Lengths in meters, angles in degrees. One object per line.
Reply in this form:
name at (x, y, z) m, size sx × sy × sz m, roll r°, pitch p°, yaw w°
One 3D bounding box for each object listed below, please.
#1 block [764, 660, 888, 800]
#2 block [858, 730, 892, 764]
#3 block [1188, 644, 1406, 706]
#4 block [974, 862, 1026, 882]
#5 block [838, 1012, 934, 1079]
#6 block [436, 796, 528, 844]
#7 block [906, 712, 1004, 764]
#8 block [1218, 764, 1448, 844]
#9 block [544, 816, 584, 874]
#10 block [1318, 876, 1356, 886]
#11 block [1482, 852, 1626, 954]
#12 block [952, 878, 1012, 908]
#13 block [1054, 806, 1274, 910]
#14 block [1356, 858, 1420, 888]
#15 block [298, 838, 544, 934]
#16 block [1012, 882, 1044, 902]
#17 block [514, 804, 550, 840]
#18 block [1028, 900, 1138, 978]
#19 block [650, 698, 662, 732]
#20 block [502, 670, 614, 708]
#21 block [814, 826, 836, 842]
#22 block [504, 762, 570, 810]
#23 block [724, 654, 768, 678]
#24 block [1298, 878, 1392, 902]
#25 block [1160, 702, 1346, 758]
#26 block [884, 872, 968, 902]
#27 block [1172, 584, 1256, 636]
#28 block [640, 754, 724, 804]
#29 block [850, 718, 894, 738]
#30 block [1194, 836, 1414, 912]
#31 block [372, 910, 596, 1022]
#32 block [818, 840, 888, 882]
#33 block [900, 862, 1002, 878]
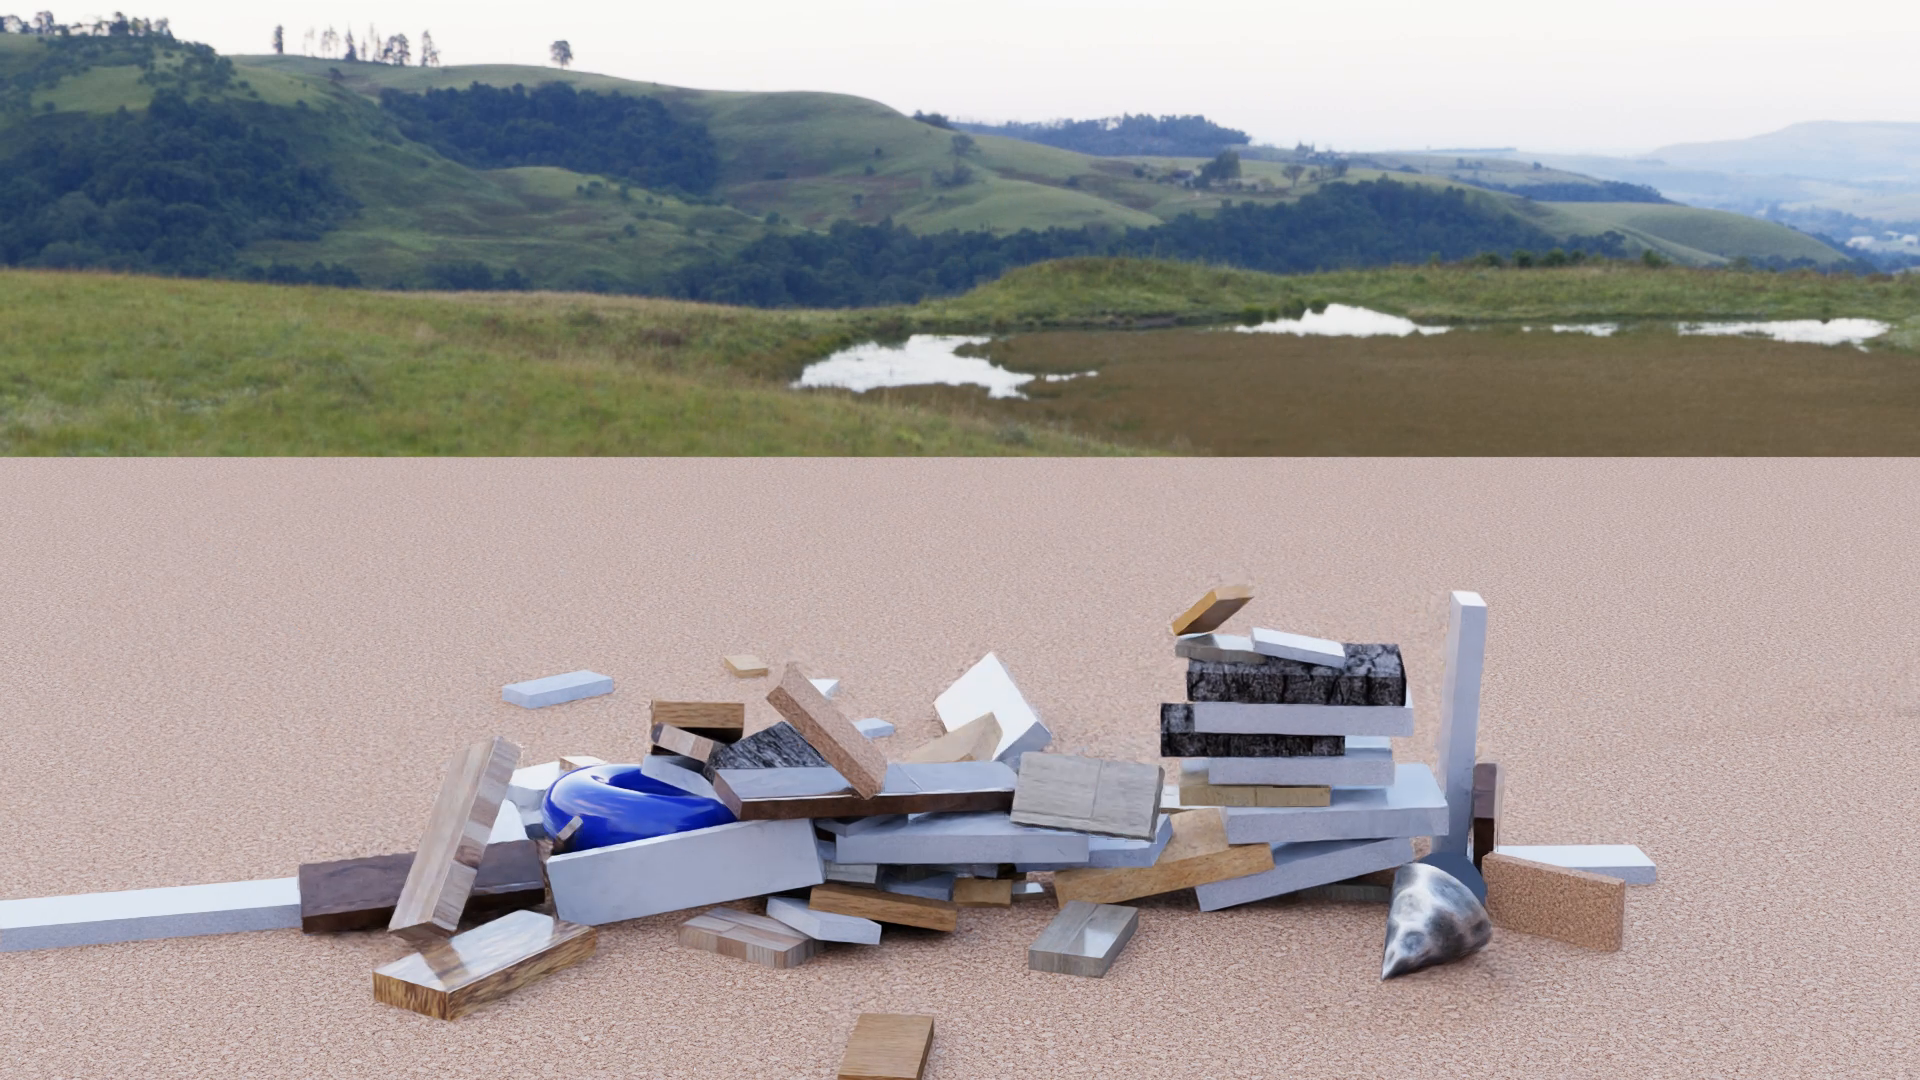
block at (-0.210, 0.300, 3.481) m, size 0.033 × 0.232 × 0.116 m, roll -42°, pitch 11°, yaw 12°
block at (-0.221, 0.410, 3.854) m, size 0.112 × 0.032 × 0.223 m, roll 43°, pitch 35°, yaw 22°
block at (0.543, 0.215, 3.569) m, size 0.343 × 0.049 × 0.171 m, roll 1°, pitch 15°, yaw 7°
block at (0.067, 0.557, 3.715) m, size 0.095 × 0.047 × 0.013 m, roll -5°, pitch 12°, yaw -27°
block at (-0.099, 0.700, 2.995) m, size 0.104 × 0.029 × 0.207 m, roll 1°, pitch 11°, yaw 6°
block at (-0.824, 0.507, 3.796) m, size 0.135 × 0.038 × 0.269 m, roll 9°, pitch 10°, yaw -21°
block at (-0.024, 0.399, 3.940) m, size 0.167 × 0.047 × 0.335 m, roll -27°, pitch 4°, yaw 10°
block at (0.604, 0.430, 3.601) m, size 0.353 × 0.050 × 0.176 m, roll -2°, pitch 17°, yaw 1°
block at (-0.650, 0.502, 3.608) m, size 0.015 × 0.106 × 0.053 m, roll 35°, pitch 44°, yaw 9°
block at (0.563, 0.548, 3.662) m, size 0.182 × 0.026 × 0.091 m, roll -14°, pitch 18°, yaw 8°
block at (0.932, 0.571, 3.468) m, size 0.222 × 0.111 × 0.031 m, roll 8°, pitch 13°, yaw 36°
block at (0.037, 0.580, 3.617) m, size 0.094 × 0.013 × 0.047 m, roll 1°, pitch 45°, yaw 6°
block at (0.332, 0.519, 3.636) m, size 0.353 × 0.050 × 0.176 m, roll -13°, pitch 17°, yaw 5°
block at (0.696, 0.545, 3.697) m, size 0.182 × 0.026 × 0.091 m, roll 9°, pitch 14°, yaw 41°
block at (-0.869, 0.556, 3.550) m, size 0.376 × 0.035 × 0.122 m, roll -5°, pitch 35°, yaw -17°
block at (0.088, 0.586, 3.654) m, size 0.095 × 0.013 × 0.047 m, roll -2°, pitch 11°, yaw -9°
block at (-0.828, 0.507, 4.030) m, size 0.111 × 0.031 × 0.221 m, roll -7°, pitch 13°, yaw -34°
block at (0.195, 0.619, 3.422) m, size 0.115 × 0.033 × 0.230 m, roll 3°, pitch 11°, yaw 18°
block at (-0.590, 0.389, 4.299) m, size 0.021 × 0.148 × 0.074 m, roll -2°, pitch -17°, yaw -12°
block at (-0.905, 0.336, 4.953) m, size 0.221 × 0.031 × 0.111 m, roll -10°, pitch 14°, yaw -43°
block at (-0.179, 0.508, 4.021) m, size 0.227 × 0.032 × 0.113 m, roll -9°, pitch 14°, yaw -39°
block at (-0.781, 0.461, 4.145) m, size 0.122 × 0.035 × 0.245 m, roll 10°, pitch 5°, yaw 23°
block at (-0.504, 0.298, 5.187) m, size 0.071 × 0.020 × 0.142 m, roll -4°, pitch 11°, yaw -20°
block at (0.658, 0.575, 3.679) m, size 0.182 × 0.026 × 0.091 m, roll 2°, pitch 11°, yaw 8°
block at (0.475, 0.309, 3.594) m, size 0.293 × 0.041 × 0.146 m, roll -1°, pitch 15°, yaw 5°
block at (-0.052, 0.564, 3.720) m, size 0.113 × 0.032 × 0.227 m, roll 2°, pitch 11°, yaw 11°
block at (0.410, 0.114, 3.563) m, size 0.073 × 0.021 × 0.146 m, roll -5°, pitch -23°, yaw -27°
block at (-0.415, 0.415, 3.765) m, size 0.245 × 0.035 × 0.122 m, roll 14°, pitch 3°, yaw 37°
block at (-0.218, 0.402, 4.626) m, size 0.142 × 0.020 × 0.071 m, roll -8°, pitch 13°, yaw -36°
block at (0.558, 0.514, 3.638) m, size 0.353 × 0.050 × 0.176 m, roll -14°, pitch 16°, yaw 6°
block at (-0.710, 0.635, 3.304) m, size 0.155 × 0.044 × 0.310 m, roll 7°, pitch 12°, yaw 32°
block at (-0.231, 0.545, 3.705) m, size 0.227 × 0.032 × 0.113 m, roll 9°, pitch 15°, yaw 13°
block at (-0.047, 0.506, 3.656) m, size 0.239 × 0.034 × 0.120 m, roll 7°, pitch 16°, yaw 8°
